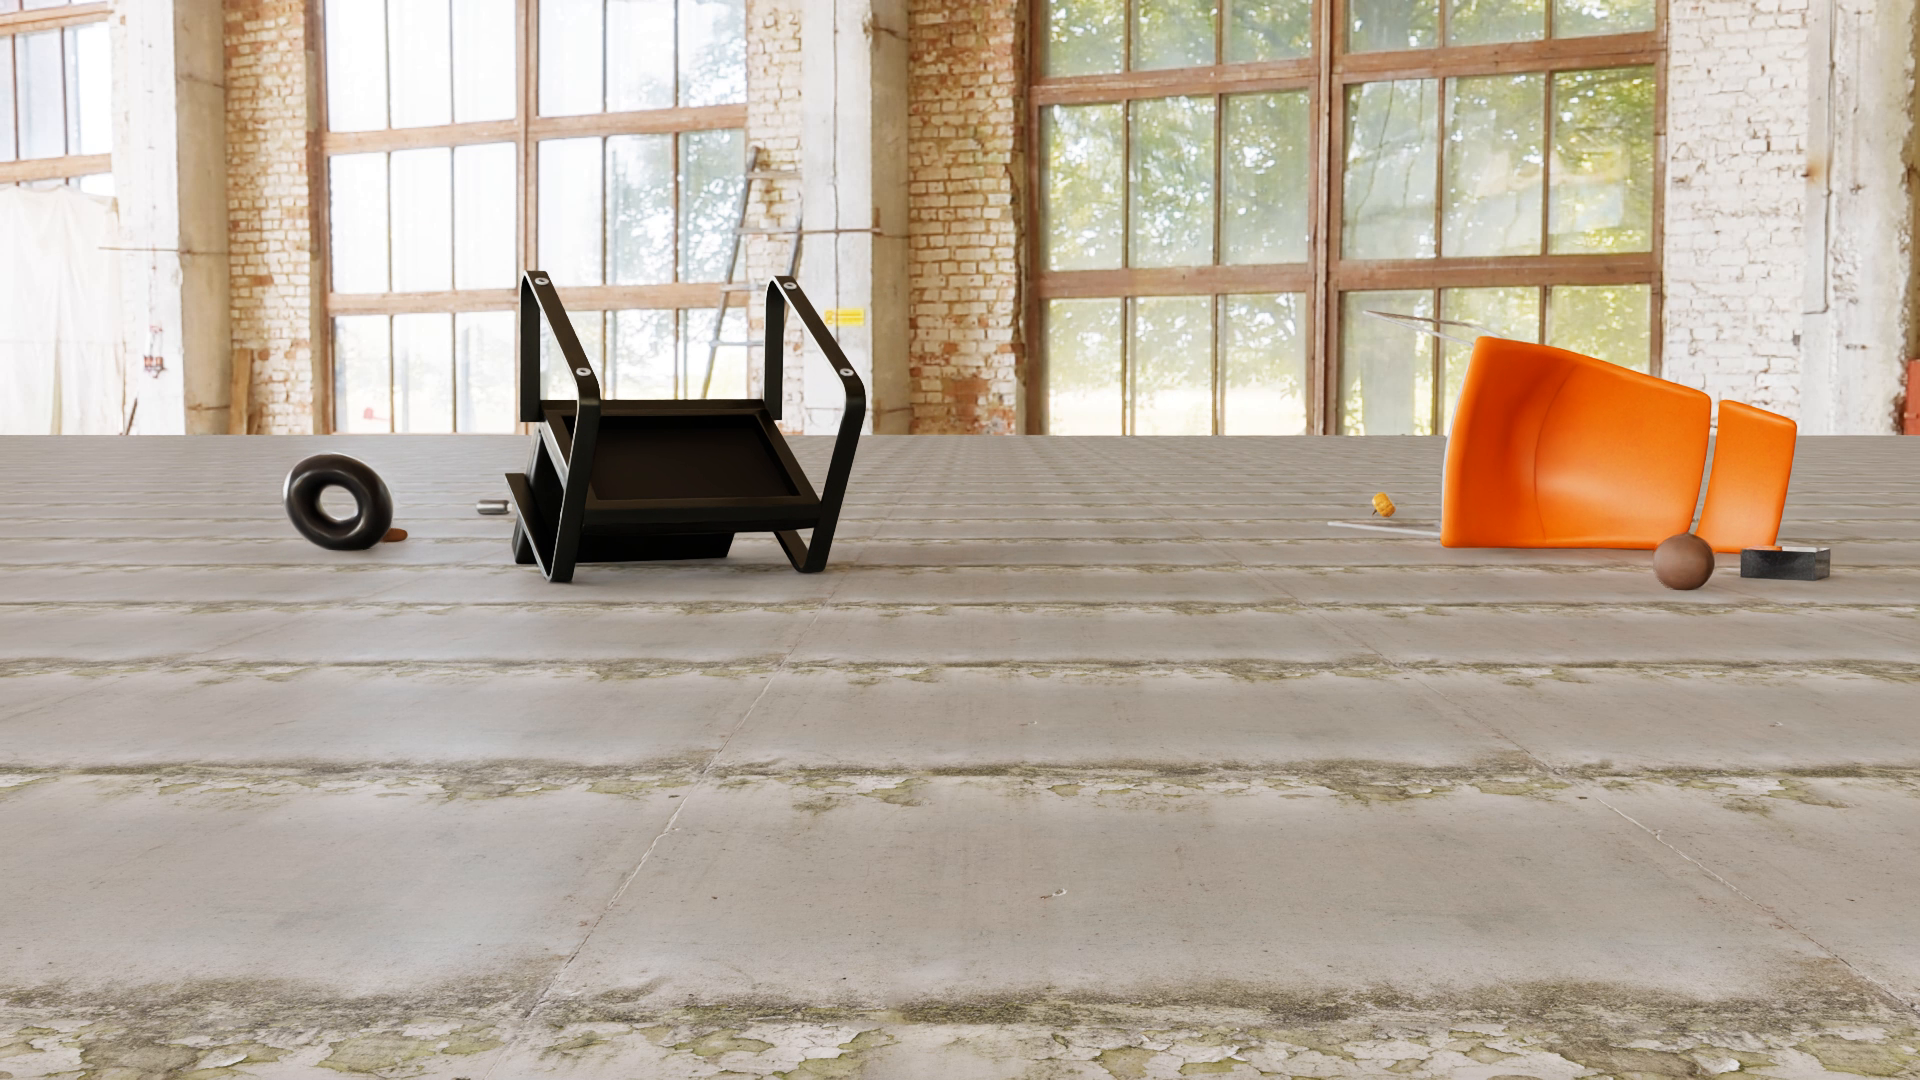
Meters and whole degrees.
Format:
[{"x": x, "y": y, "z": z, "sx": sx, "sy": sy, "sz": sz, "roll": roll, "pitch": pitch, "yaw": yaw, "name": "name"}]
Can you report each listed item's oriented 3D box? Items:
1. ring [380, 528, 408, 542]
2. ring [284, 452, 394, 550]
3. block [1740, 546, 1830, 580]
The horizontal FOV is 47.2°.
[{"x": -1.724, "y": -0.015, "z": 6.492, "sx": 0.185, "sy": 0.038, "sz": 0.115, "roll": 1, "pitch": 3, "yaw": -1, "name": "ring"}, {"x": -1.730, "y": -0.104, "z": 6.120, "sx": 0.311, "sy": 0.265, "sz": 0.169, "roll": 33, "pitch": 2, "yaw": -9, "name": "ring"}, {"x": 1.972, "y": 0.055, "z": 5.253, "sx": 0.169, "sy": 0.068, "sz": 0.150, "roll": 3, "pitch": 5, "yaw": 34, "name": "block"}]
